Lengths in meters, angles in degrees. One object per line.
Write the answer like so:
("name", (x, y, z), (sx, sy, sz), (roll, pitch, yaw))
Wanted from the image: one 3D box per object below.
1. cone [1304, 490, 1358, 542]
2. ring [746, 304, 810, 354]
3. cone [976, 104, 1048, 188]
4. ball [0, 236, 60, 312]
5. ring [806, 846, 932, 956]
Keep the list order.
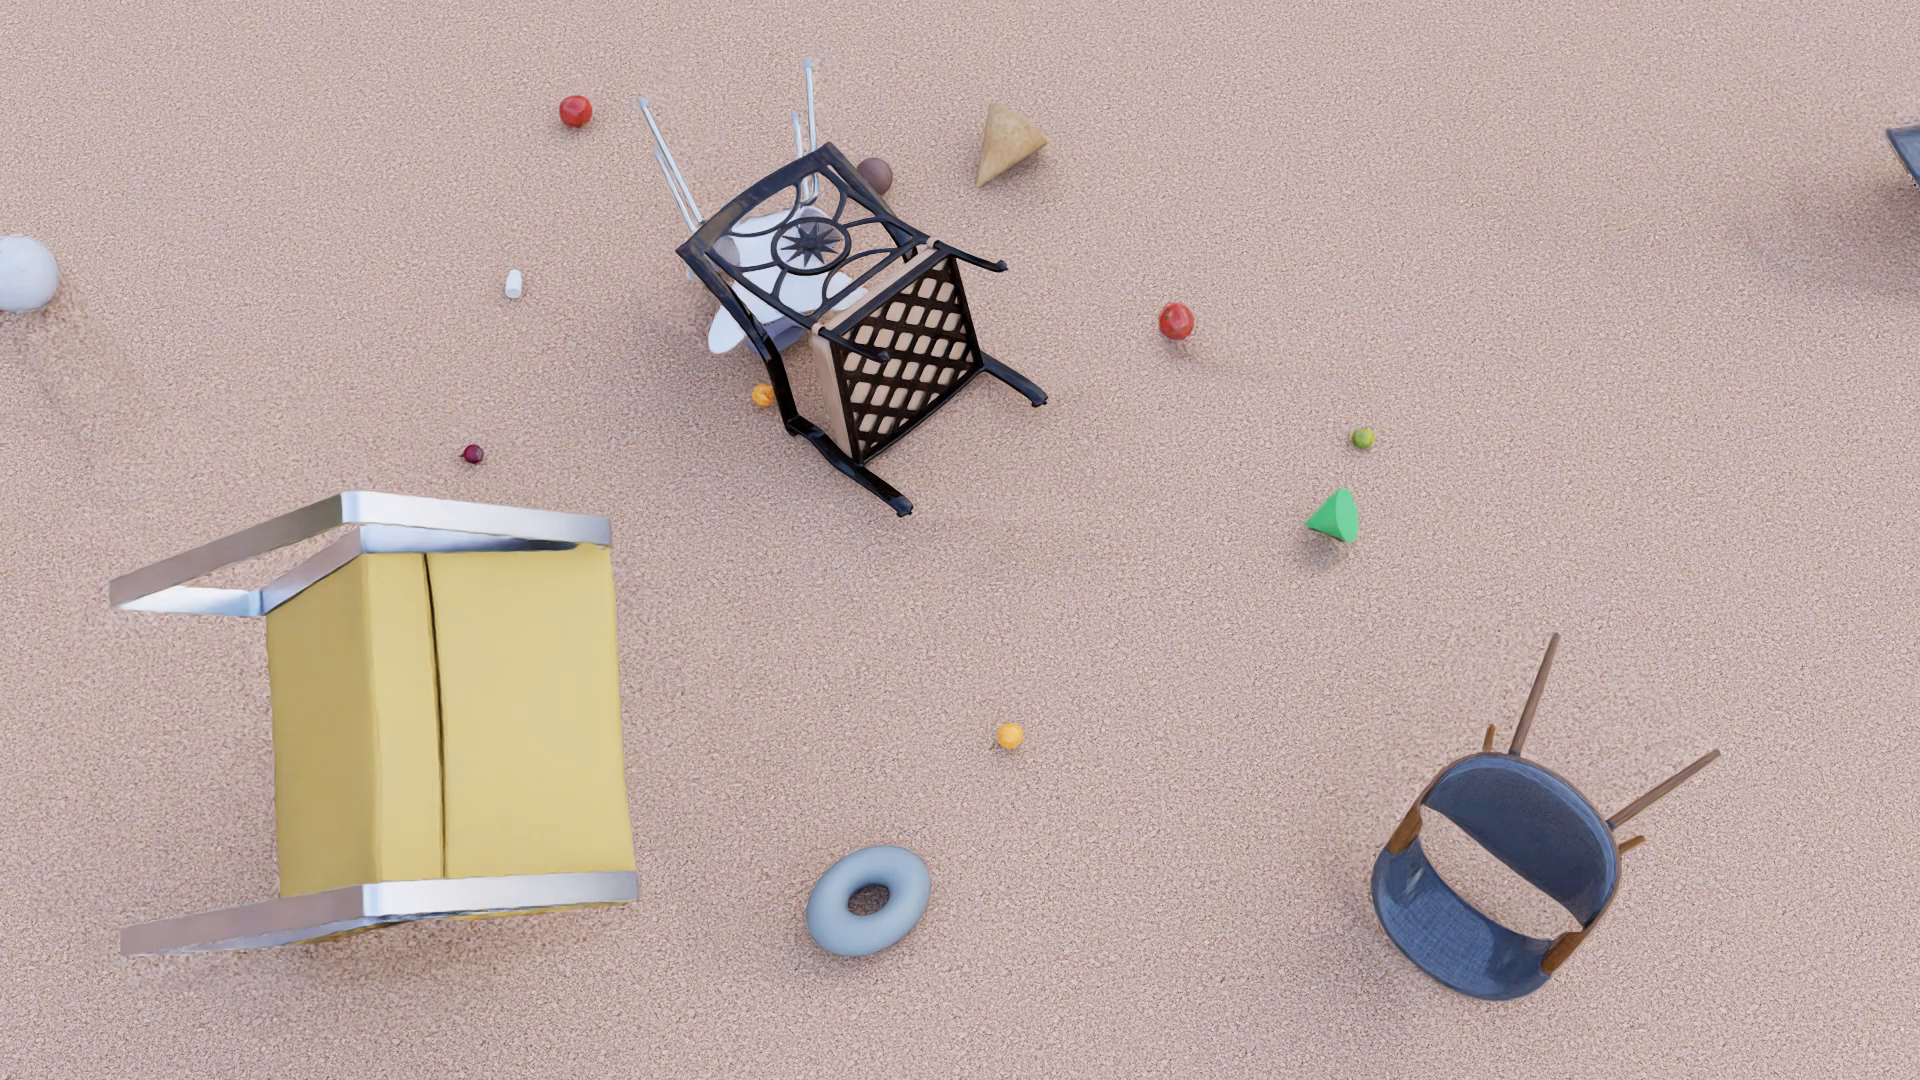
("cone", (1.092, -0.058, 6.570), (0.136, 0.156, 0.187), (-13, 21, 29))
("ring", (-0.576, -0.664, 6.951), (0.223, 0.115, 0.095), (-33, 57, -18))
("cone", (0.124, -1.281, 7.364), (0.234, 0.256, 0.263), (33, 88, 16))
("ball", (-2.995, -0.844, 6.995), (0.241, 0.241, 0.241), (0, 56, 0))
("ring", (-0.243, 0.959, 5.859), (0.362, 0.120, 0.275), (-33, 61, -19))
